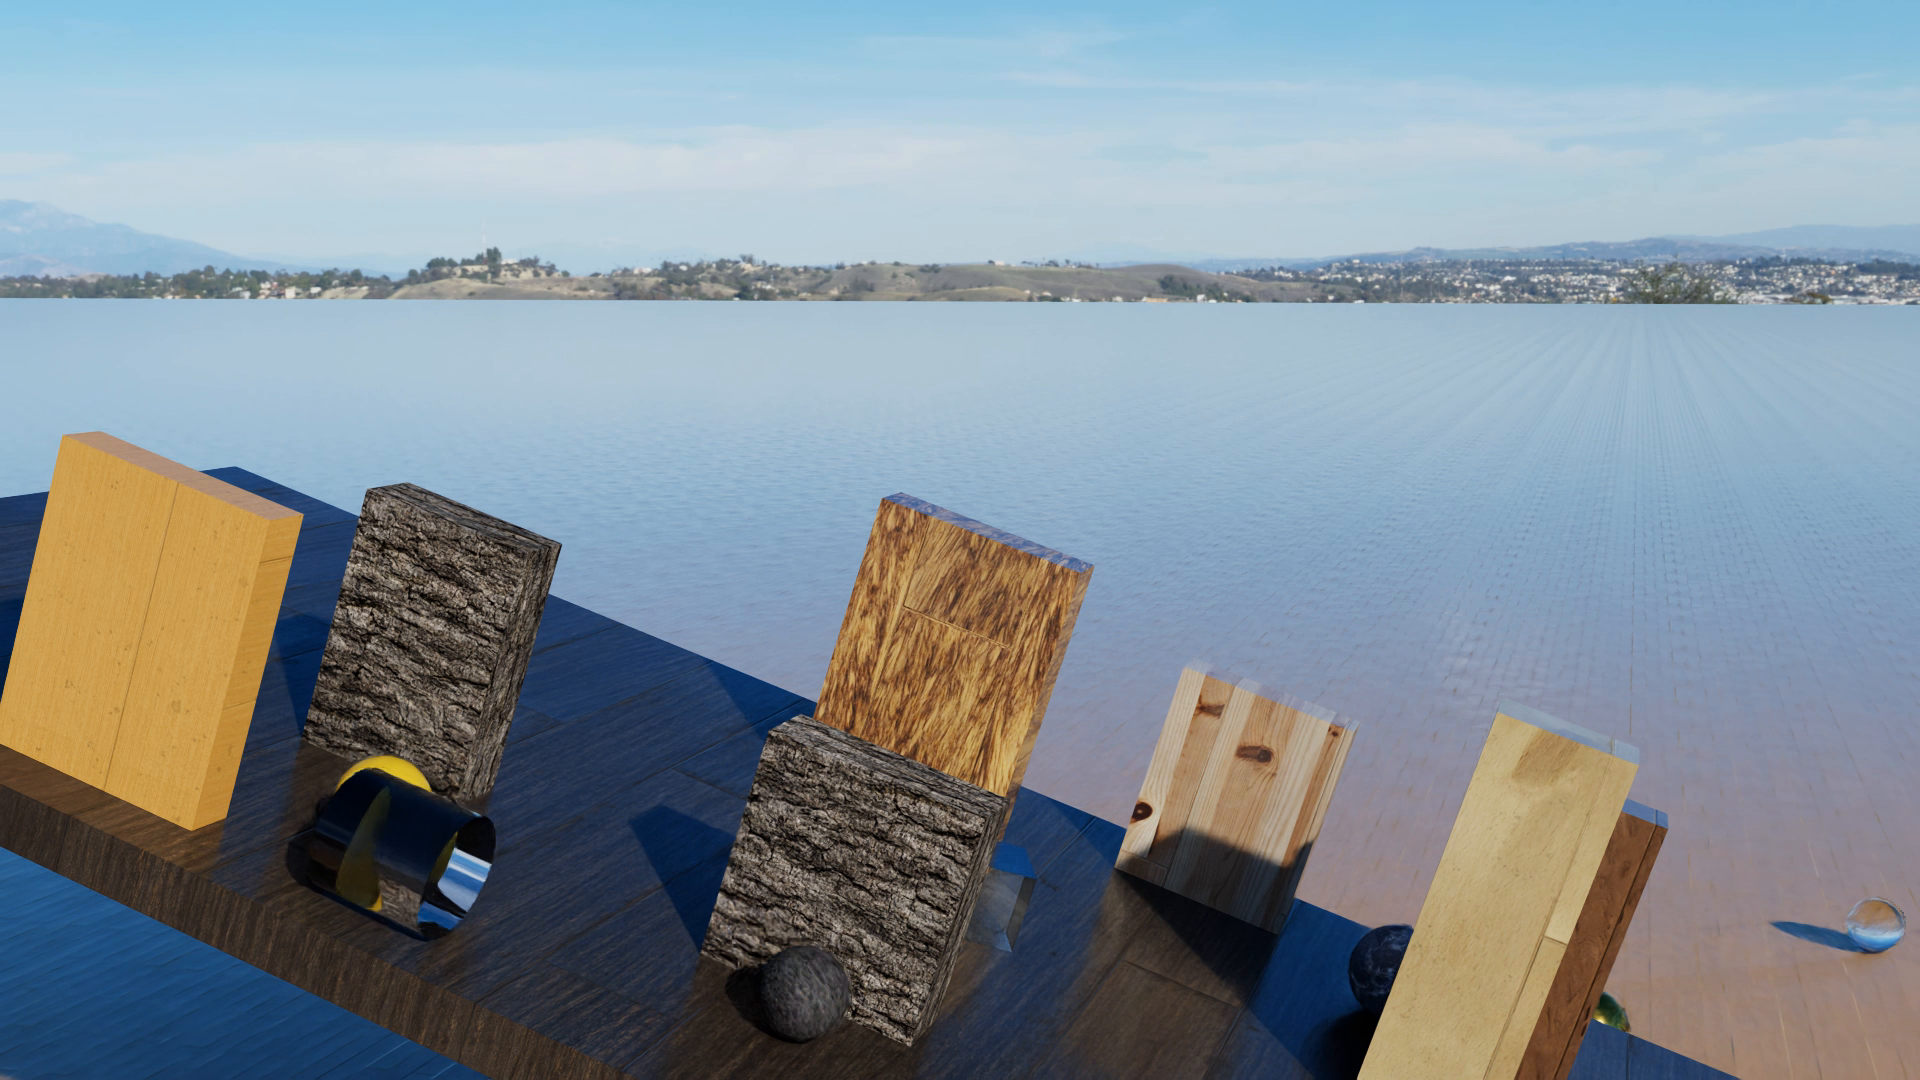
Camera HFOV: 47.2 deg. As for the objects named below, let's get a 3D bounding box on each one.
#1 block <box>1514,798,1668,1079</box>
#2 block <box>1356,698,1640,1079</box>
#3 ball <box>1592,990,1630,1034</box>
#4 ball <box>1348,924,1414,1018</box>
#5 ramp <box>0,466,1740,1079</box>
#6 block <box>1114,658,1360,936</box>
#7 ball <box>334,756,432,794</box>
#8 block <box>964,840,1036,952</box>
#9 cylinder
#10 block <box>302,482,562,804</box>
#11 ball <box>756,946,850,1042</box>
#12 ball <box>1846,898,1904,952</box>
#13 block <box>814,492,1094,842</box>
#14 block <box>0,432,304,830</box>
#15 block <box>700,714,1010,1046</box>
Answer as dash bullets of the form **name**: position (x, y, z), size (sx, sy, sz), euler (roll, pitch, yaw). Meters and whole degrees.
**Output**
- **block**: position (1.087, 0.756, 4.170), size (0.290, 0.612, 0.120), euler (21, 12, 14)
- **block**: position (0.932, 0.687, 3.864), size (0.246, 0.772, 0.143), euler (21, 12, 14)
- **ball**: position (1.445, 1.135, 5.093), size (0.205, 0.205, 0.205), euler (0, 7, 0)
- **ball**: position (0.872, 0.864, 4.387), size (0.191, 0.191, 0.191), euler (0, 7, 0)
- **ramp**: position (-0.352, 0.662, 4.223), size (4.000, 0.100, 2.000), euler (21, 12, 14)
- **block**: position (0.594, 0.549, 4.727), size (0.380, 0.473, 0.112), euler (21, 12, 14)
- **ball**: position (-0.964, 0.443, 3.675), size (0.164, 0.164, 0.164), euler (0, 7, 0)
- **block**: position (0.040, 0.664, 4.173), size (0.152, 0.152, 0.152), euler (16, 12, -11)
- **cylinder**: position (-0.879, 0.493, 3.470), size (0.207, 0.207, 0.207), euler (21, 13, 15)
- **block**: position (-0.969, 0.187, 4.028), size (0.332, 0.493, 0.139), euler (21, 12, 14)
- **ball**: position (-0.250, 0.721, 3.497), size (0.150, 0.150, 0.150), euler (0, 7, 0)
- **ball**: position (2.504, 1.054, 6.015), size (0.147, 0.147, 0.147), euler (0, 7, 0)
- **block**: position (-0.038, 0.283, 4.591), size (0.443, 0.644, 0.125), euler (21, 12, 14)
- **block**: position (-1.328, 0.145, 3.585), size (0.401, 0.537, 0.092), euler (21, 12, 14)
- **block**: position (-0.177, 0.564, 3.680), size (0.393, 0.411, 0.145), euler (21, 12, 14)
